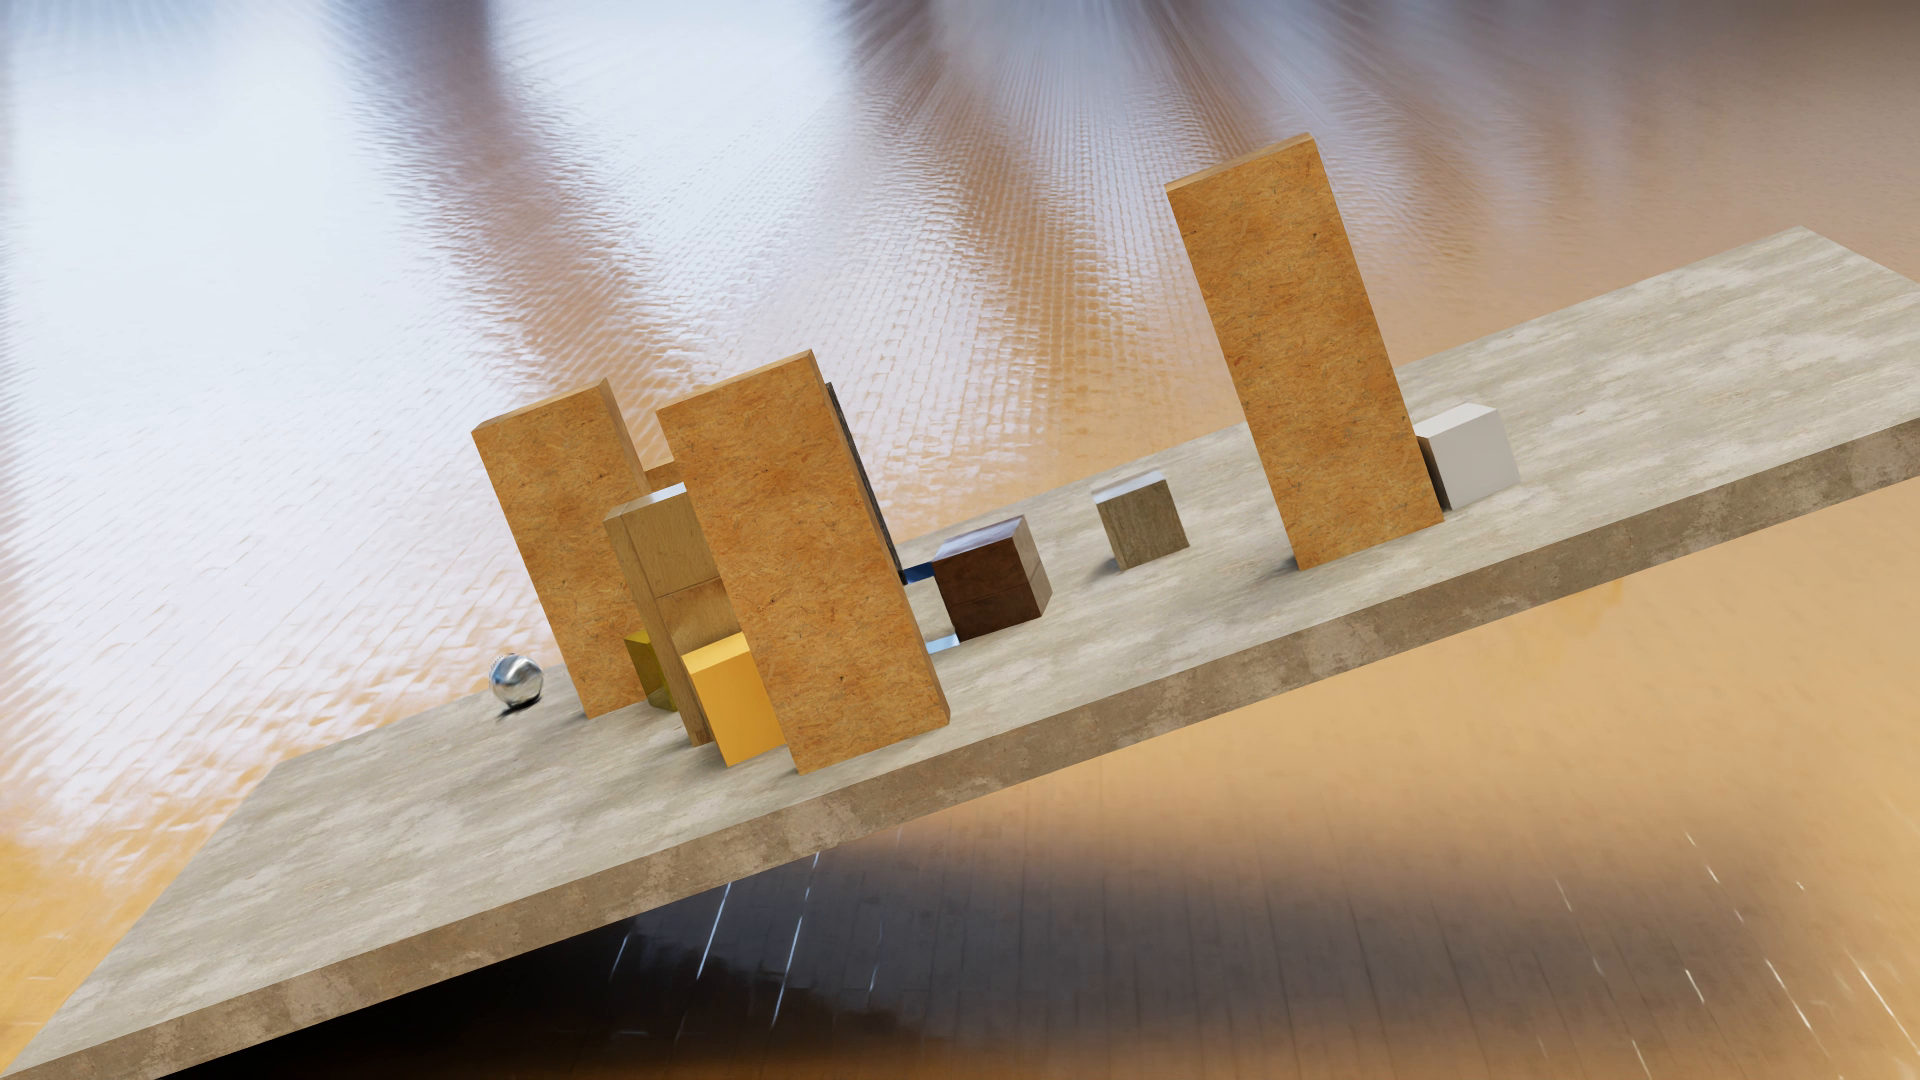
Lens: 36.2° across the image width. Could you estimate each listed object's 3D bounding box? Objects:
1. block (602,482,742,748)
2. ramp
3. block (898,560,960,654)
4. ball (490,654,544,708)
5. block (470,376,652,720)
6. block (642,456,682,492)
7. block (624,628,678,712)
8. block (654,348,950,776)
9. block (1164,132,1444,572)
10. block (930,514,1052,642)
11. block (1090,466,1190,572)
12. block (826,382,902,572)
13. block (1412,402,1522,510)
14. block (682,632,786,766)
[{"bbox_3d":[-0.505,0.135,6.043,0.274,0.507,0.133,-19,11,6],"label":"block"},{"bbox_3d":[0.116,0.177,6.297,4.000,0.100,2.000,-19,11,6],"label":"ramp"},{"bbox_3d":[-0.086,0.148,6.143,0.154,0.154,0.154,-18,12,14],"label":"block"},{"bbox_3d":[-1.062,0.338,7.048,0.126,0.126,0.126,0,13,0],"label":"ball"},{"bbox_3d":[-0.818,0.020,6.631,0.305,0.704,0.123,-19,11,6],"label":"block"},{"bbox_3d":[-0.673,0.012,7.142,0.288,0.416,0.097,-19,11,6],"label":"block"},{"bbox_3d":[-0.616,0.265,6.503,0.165,0.165,0.165,-25,12,-22],"label":"block"},{"bbox_3d":[-0.288,0.045,5.484,0.300,0.742,0.086,-19,11,6],"label":"block"},{"bbox_3d":[0.657,-0.358,5.614,0.290,0.773,0.142,-19,11,6],"label":"block"},{"bbox_3d":[0.068,0.079,6.127,0.180,0.180,0.180,-18,12,14],"label":"block"},{"bbox_3d":[0.380,-0.045,6.220,0.154,0.154,0.154,-20,11,2],"label":"block"},{"bbox_3d":[-0.347,-0.094,6.897,0.271,0.482,0.106,-19,11,6],"label":"block"},{"bbox_3d":[0.974,-0.164,5.732,0.151,0.151,0.151,-23,11,-9],"label":"block"},{"bbox_3d":[-0.418,0.304,5.881,0.201,0.201,0.201,-22,11,-7],"label":"block"}]
